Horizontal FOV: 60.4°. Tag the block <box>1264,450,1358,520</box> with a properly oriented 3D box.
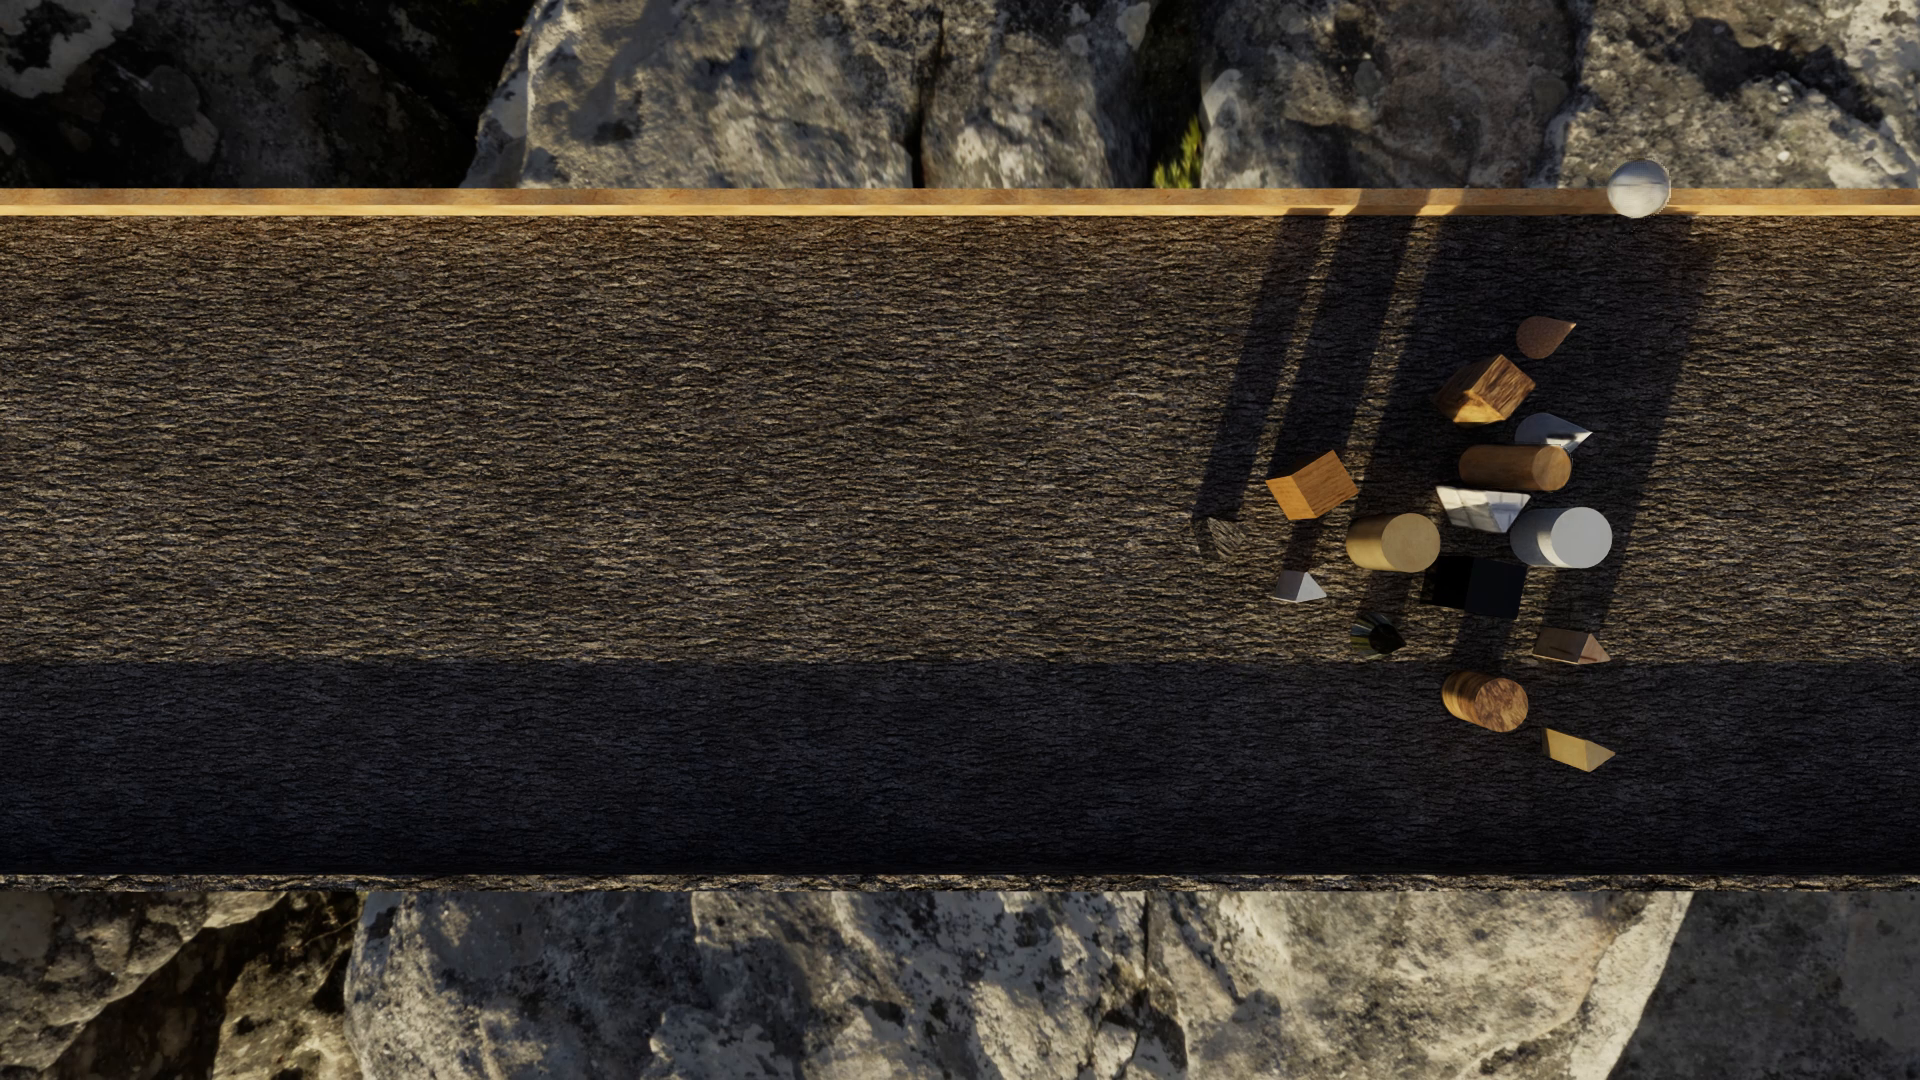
[{"bbox_3d":[1.035,-0.159,4.877,0.141,0.400,0.141,-32,90,0],"label":"block"}]

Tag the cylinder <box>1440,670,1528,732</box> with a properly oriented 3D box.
[{"bbox_3d":[1.556,0.474,4.907,0.154,0.339,0.154,0,90,0],"label":"cylinder"}]

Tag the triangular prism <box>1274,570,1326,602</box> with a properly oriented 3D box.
[{"bbox_3d":[1.001,0.131,4.905,0.091,0.343,0.079,-11,90,0],"label":"triangular prism"}]

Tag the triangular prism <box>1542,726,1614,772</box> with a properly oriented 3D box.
[{"bbox_3d":[1.813,0.605,4.897,0.093,0.360,0.080,-35,90,0],"label":"triangular prism"}]

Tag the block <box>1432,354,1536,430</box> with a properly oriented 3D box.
[{"bbox_3d":[1.542,-0.434,4.874,0.133,0.404,0.133,41,90,0],"label":"block"}]

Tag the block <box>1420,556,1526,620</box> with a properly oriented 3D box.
[{"bbox_3d":[1.502,0.136,4.851,0.151,0.451,0.151,11,90,0],"label":"block"}]

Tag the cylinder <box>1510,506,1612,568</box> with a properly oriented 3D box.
[{"bbox_3d":[1.780,-0.007,4.900,0.176,0.353,0.176,0,90,0],"label":"cylinder"}]

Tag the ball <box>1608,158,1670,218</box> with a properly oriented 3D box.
[{"bbox_3d":[1.983,-1.027,4.821,0.169,0.169,0.169,0,90,0],"label":"ball"}]

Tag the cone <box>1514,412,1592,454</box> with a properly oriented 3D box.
[{"bbox_3d":[1.793,-0.306,4.875,0.172,0.403,0.172,0,90,0],"label":"cone"}]

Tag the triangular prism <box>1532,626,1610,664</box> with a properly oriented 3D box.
[{"bbox_3d":[1.803,0.307,4.890,0.094,0.373,0.082,-7,90,0],"label":"triangular prism"}]

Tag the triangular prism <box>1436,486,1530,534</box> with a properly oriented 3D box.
[{"bbox_3d":[1.519,-0.119,4.867,0.113,0.406,0.130,35,92,-5],"label":"triangular prism"}]

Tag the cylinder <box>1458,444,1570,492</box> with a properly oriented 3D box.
[{"bbox_3d":[1.639,-0.215,4.888,0.132,0.353,0.132,-1,94,-18],"label":"cylinder"}]

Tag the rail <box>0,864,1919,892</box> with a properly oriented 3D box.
[{"bbox_3d":[-2.247,1.025,5.001,12.000,0.150,0.050,0,90,0],"label":"rail"}]

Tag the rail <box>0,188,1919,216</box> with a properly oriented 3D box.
[{"bbox_3d":[-2.247,-1.025,5.002,12.000,0.150,0.050,0,90,0],"label":"rail"}]

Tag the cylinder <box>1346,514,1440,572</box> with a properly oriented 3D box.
[{"bbox_3d":[1.271,0.008,4.862,0.168,0.430,0.168,0,90,0],"label":"cylinder"}]

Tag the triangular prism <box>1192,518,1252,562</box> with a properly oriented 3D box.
[{"bbox_3d":[0.754,-0.024,4.907,0.114,0.338,0.131,42,90,0],"label":"triangular prism"}]

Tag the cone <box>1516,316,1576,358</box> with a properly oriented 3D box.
[{"bbox_3d":[1.778,-0.624,4.916,0.133,0.322,0.133,0,90,0],"label":"cone"}]

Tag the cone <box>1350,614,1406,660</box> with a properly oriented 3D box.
[{"bbox_3d":[1.272,0.297,4.882,0.143,0.389,0.143,0,90,0],"label":"cone"}]
